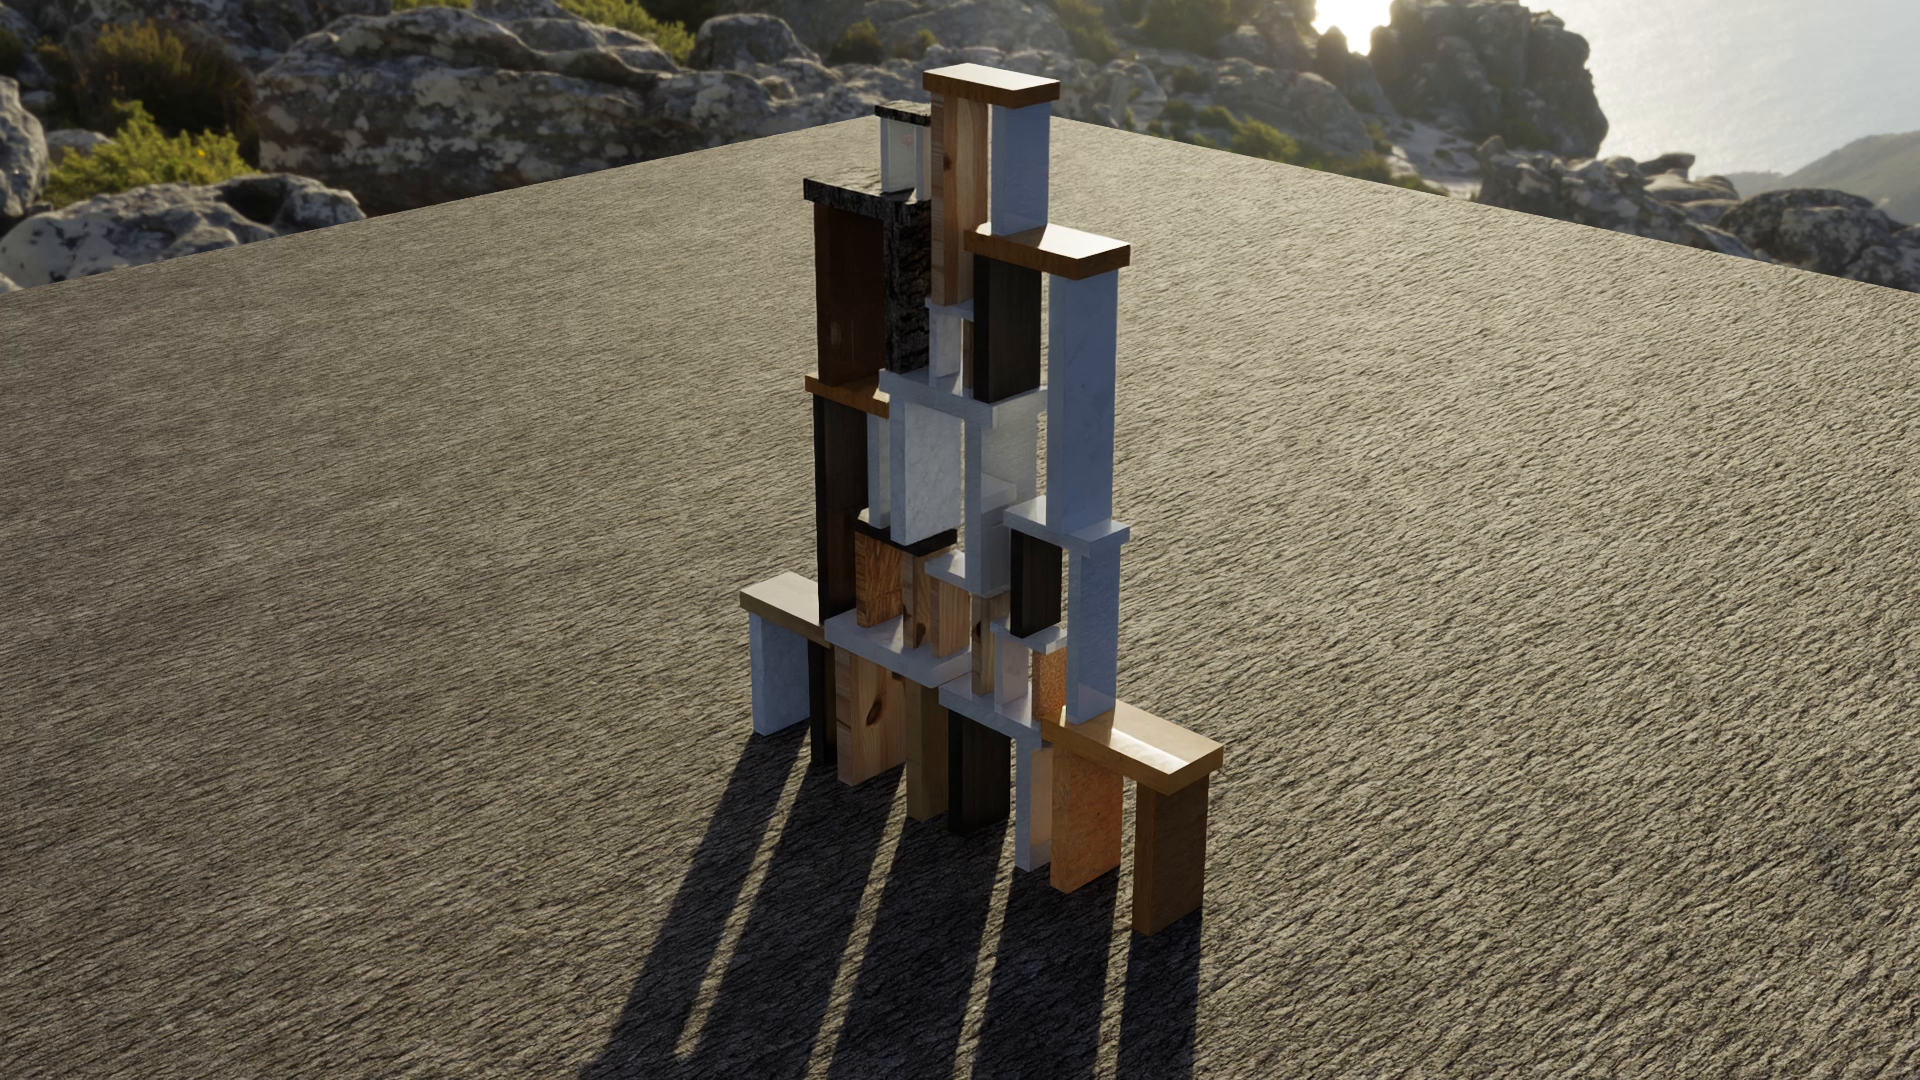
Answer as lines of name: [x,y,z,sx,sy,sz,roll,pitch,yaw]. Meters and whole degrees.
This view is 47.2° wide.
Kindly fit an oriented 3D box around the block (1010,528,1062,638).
block: [0.142,0.067,4.101,0.030,0.214,0.107,21,31,41]

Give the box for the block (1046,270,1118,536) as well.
block: [0.215,-0.250,3.886,0.039,0.476,0.136,21,31,41]

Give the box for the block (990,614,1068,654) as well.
block: [0.133,0.174,4.149,0.146,0.021,0.073,21,31,41]

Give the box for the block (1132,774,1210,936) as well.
block: [0.388,0.560,4.046,0.044,0.308,0.154,21,31,41]

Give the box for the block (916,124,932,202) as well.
block: [-0.049,-0.690,3.990,0.020,0.138,0.069,21,31,40]

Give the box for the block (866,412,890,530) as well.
block: [-0.126,-0.150,4.305,0.117,0.235,0.033,-21,31,-40]

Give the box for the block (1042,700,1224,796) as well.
block: [0.315,0.370,4.044,0.308,0.044,0.154,21,31,41]

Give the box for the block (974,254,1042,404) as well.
block: [0.086,-0.394,3.964,0.039,0.272,0.136,21,31,41]

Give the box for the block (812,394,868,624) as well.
block: [-0.237,-0.071,4.458,0.117,0.499,0.033,-21,31,-41]

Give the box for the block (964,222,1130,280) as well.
block: [0.150,-0.512,3.844,0.272,0.039,0.136,21,31,41]

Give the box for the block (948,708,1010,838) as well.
block: [0.040,0.441,4.370,0.039,0.274,0.137,21,31,41]

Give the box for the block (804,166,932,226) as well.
block: [-0.143,-0.645,4.113,0.288,0.041,0.144,21,31,40]

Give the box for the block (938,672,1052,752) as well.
block: [0.104,0.322,4.249,0.274,0.039,0.137,21,31,41]

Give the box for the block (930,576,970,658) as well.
block: [-0.019,0.139,4.305,0.024,0.170,0.085,21,31,41]

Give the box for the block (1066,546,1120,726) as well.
block: [0.244,0.165,4.033,0.030,0.343,0.107,21,31,41]

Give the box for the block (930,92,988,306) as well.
block: [0.000,-0.622,3.970,0.032,0.387,0.113,21,31,41]

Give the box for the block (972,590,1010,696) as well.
block: [0.061,0.190,4.240,0.085,0.212,0.024,-21,31,-41]

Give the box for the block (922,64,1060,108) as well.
block: [0.053,-0.793,3.838,0.113,0.032,0.226,-21,31,-40]

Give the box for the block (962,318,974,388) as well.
block: [0.034,-0.348,4.036,0.065,0.131,0.018,-21,32,-41]

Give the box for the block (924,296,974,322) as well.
block: [0.004,-0.429,4.036,0.065,0.018,0.131,-21,30,-40]

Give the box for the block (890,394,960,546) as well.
block: [-0.066,-0.152,4.229,0.042,0.298,0.149,22,31,40]

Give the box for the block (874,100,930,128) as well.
block: [-0.082,-0.774,3.986,0.138,0.020,0.069,21,31,40]

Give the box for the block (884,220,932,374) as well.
block: [-0.075,-0.467,4.114,0.144,0.288,0.041,-21,31,-41]

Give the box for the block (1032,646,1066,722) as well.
block: [0.168,0.264,4.149,0.021,0.146,0.073,21,31,41]

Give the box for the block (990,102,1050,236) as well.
block: [0.105,-0.654,3.839,0.032,0.226,0.113,22,31,40]

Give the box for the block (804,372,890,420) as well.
block: [-0.181,-0.294,4.303,0.117,0.033,0.235,-21,31,-41]

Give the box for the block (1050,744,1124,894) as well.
block: [0.243,0.504,4.179,0.044,0.308,0.154,21,31,41]

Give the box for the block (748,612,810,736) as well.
block: [-0.385,0.269,4.764,0.040,0.284,0.142,21,31,41]

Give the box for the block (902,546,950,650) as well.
block: [-0.066,0.104,4.343,0.102,0.204,0.029,-21,31,-40]

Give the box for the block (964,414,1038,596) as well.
block: [0.076,-0.079,4.107,0.042,0.337,0.149,21,31,41]

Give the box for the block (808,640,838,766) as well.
block: [-0.251,0.321,4.640,0.040,0.284,0.142,21,31,41]

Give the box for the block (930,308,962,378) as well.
block: [-0.027,-0.373,4.093,0.018,0.130,0.065,22,31,40]

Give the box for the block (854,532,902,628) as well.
block: [-0.162,0.067,4.432,0.102,0.204,0.029,-21,31,-41]

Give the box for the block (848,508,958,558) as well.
block: [-0.114,-0.022,4.342,0.102,0.029,0.204,-21,31,-40]

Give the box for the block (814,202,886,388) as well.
block: [-0.211,-0.487,4.253,0.144,0.360,0.041,-21,31,-41]

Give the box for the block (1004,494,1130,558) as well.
block: [0.193,-0.026,4.007,0.214,0.030,0.107,21,31,41]

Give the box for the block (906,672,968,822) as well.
block: [-0.037,0.397,4.426,0.044,0.311,0.156,21,31,41]

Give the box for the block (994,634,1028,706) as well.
block: [0.099,0.237,4.213,0.073,0.146,0.021,-21,31,-41]

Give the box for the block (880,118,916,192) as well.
block: [-0.114,-0.715,4.048,0.069,0.138,0.020,-21,30,-40]

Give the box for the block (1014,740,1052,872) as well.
block: [0.169,0.491,4.251,0.039,0.274,0.137,21,31,41]

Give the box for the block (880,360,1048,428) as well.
block: [0.006,-0.281,4.098,0.298,0.042,0.149,21,31,40]

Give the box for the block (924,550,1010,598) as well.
block: [0.021,0.065,4.231,0.085,0.024,0.170,-21,31,-40]

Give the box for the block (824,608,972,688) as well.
block: [-0.111,0.205,4.424,0.156,0.044,0.311,-21,31,-41]

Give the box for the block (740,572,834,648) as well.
block: [-0.318,0.145,4.639,0.284,0.040,0.142,21,31,41]

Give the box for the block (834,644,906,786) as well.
block: [-0.184,0.340,4.561,0.044,0.311,0.156,21,31,41]
